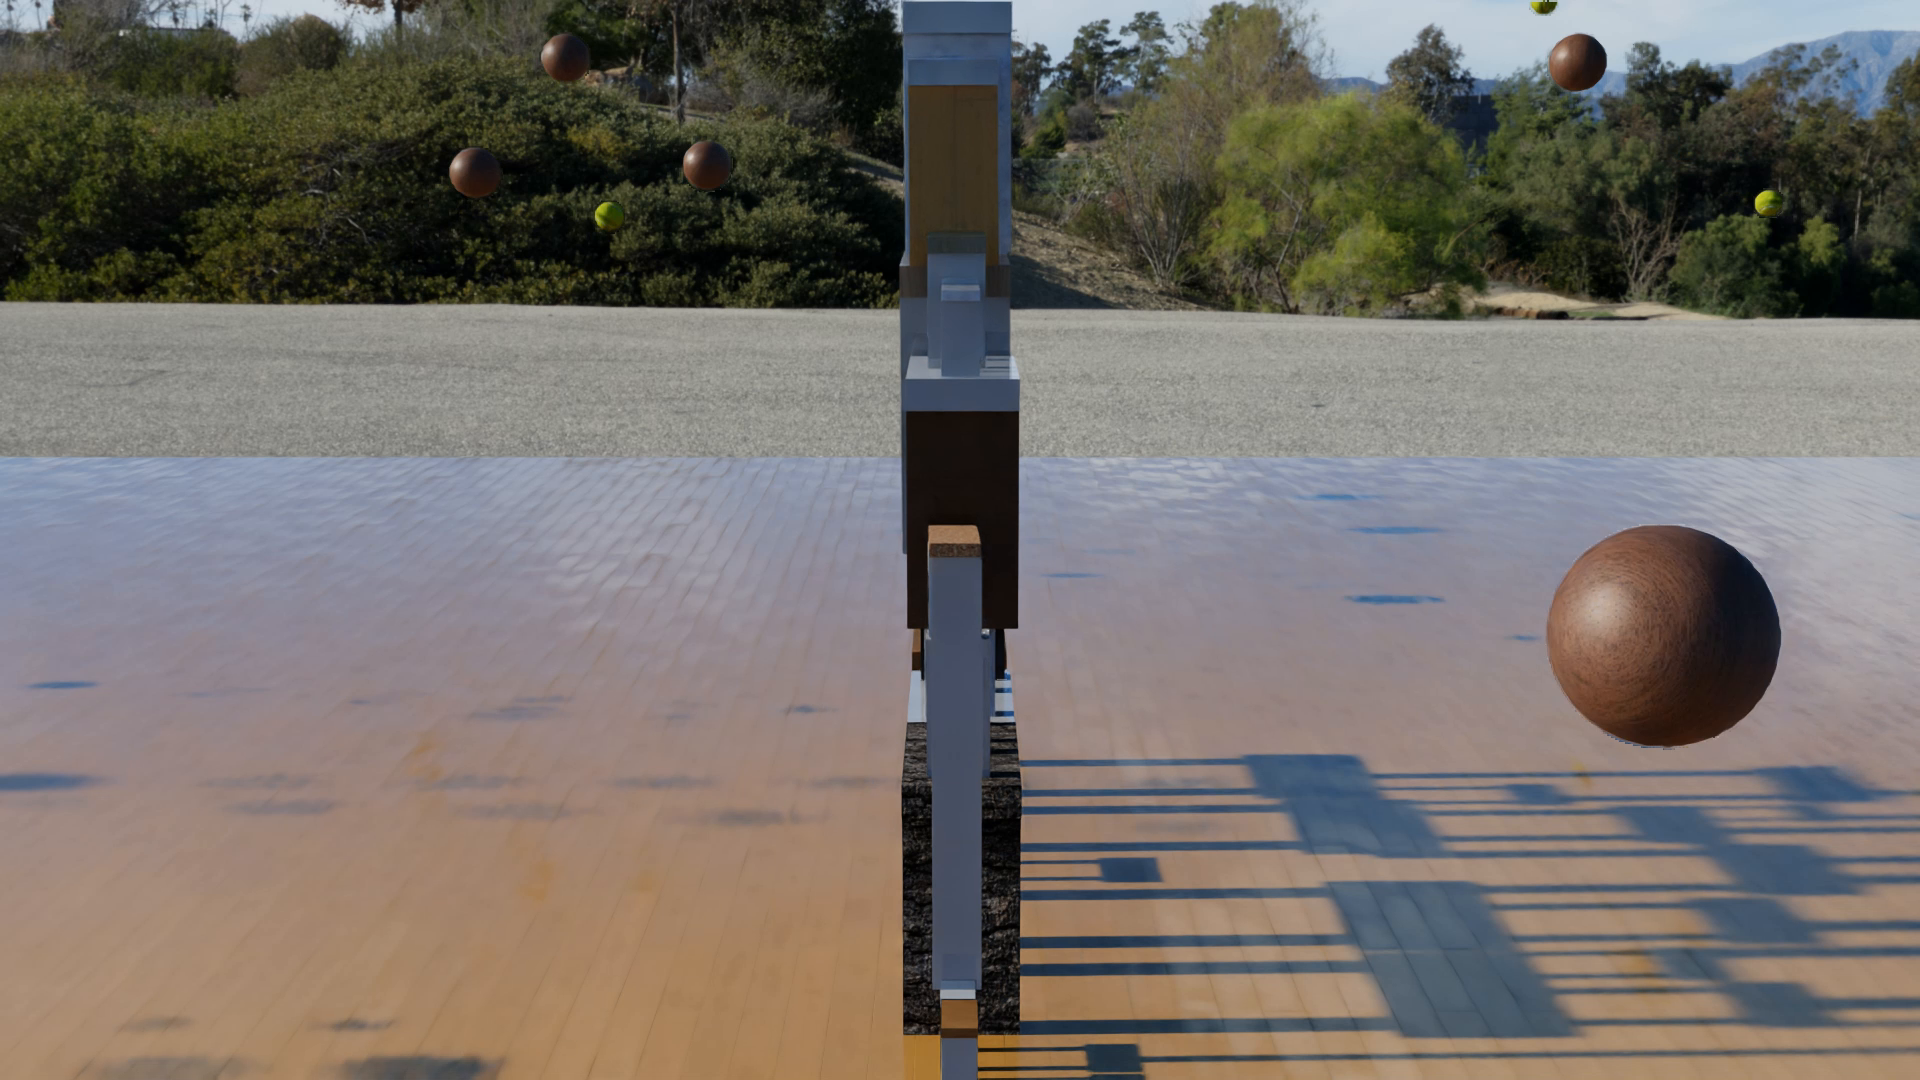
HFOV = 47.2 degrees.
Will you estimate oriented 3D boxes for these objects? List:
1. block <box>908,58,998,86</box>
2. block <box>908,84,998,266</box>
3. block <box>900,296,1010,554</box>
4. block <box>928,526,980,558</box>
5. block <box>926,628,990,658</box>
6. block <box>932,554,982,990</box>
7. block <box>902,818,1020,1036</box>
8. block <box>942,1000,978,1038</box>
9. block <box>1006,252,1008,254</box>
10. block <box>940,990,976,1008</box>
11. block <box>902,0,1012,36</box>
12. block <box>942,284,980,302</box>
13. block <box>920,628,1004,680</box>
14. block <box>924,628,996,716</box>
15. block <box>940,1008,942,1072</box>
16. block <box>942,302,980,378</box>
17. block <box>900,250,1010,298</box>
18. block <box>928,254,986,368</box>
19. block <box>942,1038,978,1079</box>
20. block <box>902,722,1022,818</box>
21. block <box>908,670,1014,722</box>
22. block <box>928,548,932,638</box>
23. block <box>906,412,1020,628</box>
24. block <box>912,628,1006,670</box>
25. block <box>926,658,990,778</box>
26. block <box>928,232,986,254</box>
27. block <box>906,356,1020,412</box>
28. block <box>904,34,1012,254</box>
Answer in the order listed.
[{"bbox_3d":[-0.010,-0.697,3.279,0.130,0.037,0.259,0,12,0],"label":"block"},{"bbox_3d":[-0.009,-0.533,3.221,0.130,0.259,0.037,0,10,0],"label":"block"},{"bbox_3d":[-0.006,-0.176,3.331,0.164,0.392,0.047,0,11,0],"label":"block"},{"bbox_3d":[-0.008,0.002,2.921,0.066,0.019,0.132,0,11,-2],"label":"block"},{"bbox_3d":[-0.003,0.131,3.068,0.087,0.025,0.175,0,11,0],"label":"block"},{"bbox_3d":[-0.004,0.313,2.933,0.066,0.598,0.019,0,10,0],"label":"block"},{"bbox_3d":[0.002,0.531,3.087,0.164,0.328,0.046,0,11,0],"label":"block"},{"bbox_3d":[-0.001,0.631,2.896,0.047,0.013,0.094,0,11,0],"label":"block"},{"bbox_3d":[-0.005,-0.619,3.714,0.169,0.427,0.048,0,11,0],"label":"block"},{"bbox_3d":[-0.003,0.612,2.994,0.047,0.013,0.095,0,11,0],"label":"block"},{"bbox_3d":[-0.005,-0.835,3.560,0.169,0.048,0.338,0,9,0],"label":"block"},{"bbox_3d":[0.001,-0.336,2.987,0.052,0.015,0.103,0,11,0],"label":"block"},{"bbox_3d":[0.003,0.090,3.571,0.135,0.271,0.038,-1,11,0],"label":"block"},{"bbox_3d":[-0.001,0.161,3.351,0.108,0.215,0.030,0,11,0],"label":"block"},{"bbox_3d":[-0.003,0.671,2.973,0.047,0.094,0.013,0,11,0],"label":"block"},{"bbox_3d":[0.001,-0.271,2.965,0.052,0.103,0.015,0,11,0],"label":"block"},{"bbox_3d":[-0.007,-0.413,3.398,0.164,0.047,0.329,0,11,0],"label":"block"},{"bbox_3d":[-0.005,-0.321,3.075,0.081,0.161,0.023,0,11,0],"label":"block"},{"bbox_3d":[-0.001,0.689,2.875,0.047,0.094,0.013,0,11,0],"label":"block"},{"bbox_3d":[0.002,0.328,3.161,0.164,0.046,0.328,0,11,0],"label":"block"},{"bbox_3d":[0.001,0.269,3.487,0.163,0.046,0.326,0,11,0],"label":"block"},{"bbox_3d":[-0.009,0.067,2.984,0.066,0.132,0.019,1,10,6],"label":"block"},{"bbox_3d":[0.004,-0.032,3.037,0.153,0.307,0.043,0,11,0],"label":"block"},{"bbox_3d":[-0.001,0.185,3.944,0.162,0.046,0.325,0,11,0],"label":"block"},{"bbox_3d":[-0.002,0.240,3.029,0.087,0.175,0.025,0,11,0],"label":"block"},{"bbox_3d":[-0.005,-0.421,3.110,0.081,0.023,0.161,0,10,0],"label":"block"},{"bbox_3d":[0.003,-0.223,3.106,0.153,0.043,0.307,0,11,0],"label":"block"},{"bbox_3d":[-0.004,-0.627,3.485,0.169,0.337,0.048,0,11,0],"label":"block"}]
